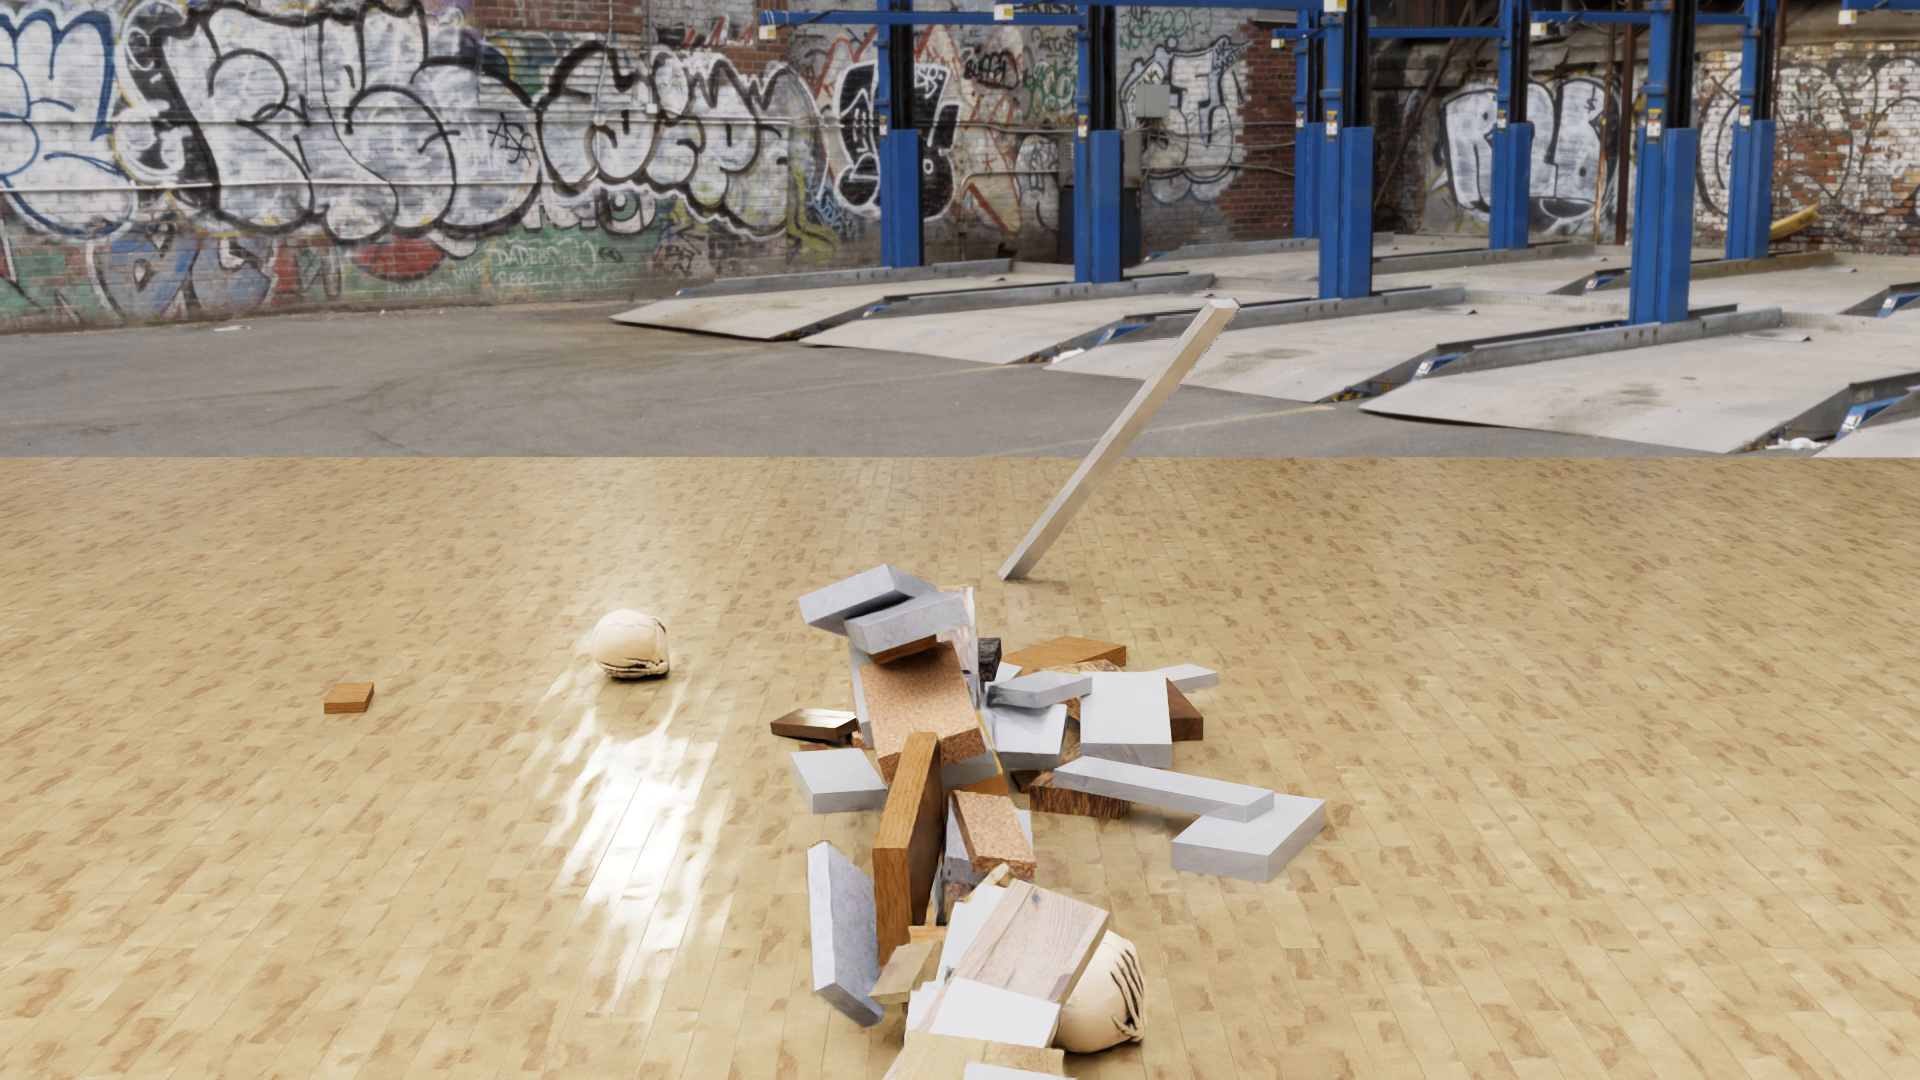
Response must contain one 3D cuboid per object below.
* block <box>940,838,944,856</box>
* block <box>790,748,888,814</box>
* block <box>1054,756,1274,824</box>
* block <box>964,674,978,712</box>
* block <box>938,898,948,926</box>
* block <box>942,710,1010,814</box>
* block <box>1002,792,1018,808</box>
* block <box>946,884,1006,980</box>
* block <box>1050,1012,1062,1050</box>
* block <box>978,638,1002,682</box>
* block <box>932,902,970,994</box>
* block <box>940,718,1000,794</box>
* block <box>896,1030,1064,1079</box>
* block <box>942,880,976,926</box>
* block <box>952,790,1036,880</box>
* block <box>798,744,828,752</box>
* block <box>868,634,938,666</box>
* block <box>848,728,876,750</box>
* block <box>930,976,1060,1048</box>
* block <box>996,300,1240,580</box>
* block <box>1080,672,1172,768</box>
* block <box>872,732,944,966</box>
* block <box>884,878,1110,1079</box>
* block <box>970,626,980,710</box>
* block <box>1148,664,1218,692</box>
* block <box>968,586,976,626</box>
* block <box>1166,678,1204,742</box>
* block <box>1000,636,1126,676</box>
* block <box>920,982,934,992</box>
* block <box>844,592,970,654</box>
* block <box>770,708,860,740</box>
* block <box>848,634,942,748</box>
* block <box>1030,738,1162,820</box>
[{"bbox_3d":[0.013,0.509,3.492,0.081,0.023,0.161,9,13,-6],"label":"block"},{"bbox_3d":[-0.236,0.463,4.242,0.142,0.040,0.284,-2,11,-13],"label":"block"},{"bbox_3d":[0.371,0.456,4.035,0.400,0.032,0.112,7,13,34],"label":"block"},{"bbox_3d":[-0.011,0.316,3.992,0.086,0.024,0.172,-3,44,4],"label":"block"},{"bbox_3d":[0.016,0.571,3.195,0.076,0.021,0.366,7,2,-4],"label":"block"},{"bbox_3d":[-0.006,0.380,3.760,0.134,0.038,0.268,-17,20,-2],"label":"block"},{"bbox_3d":[0.056,0.454,3.646,0.081,0.023,0.161,3,12,-8],"label":"block"},{"bbox_3d":[0.047,0.471,2.594,0.091,0.026,0.182,7,24,10],"label":"block"},{"bbox_3d":[0.041,0.590,2.562,0.134,0.038,0.267,5,24,7],"label":"block"},{"bbox_3d":[0.005,0.242,4.413,0.142,0.040,0.345,-3,5,4],"label":"block"},{"bbox_3d":[0.041,0.526,2.612,0.134,0.038,0.267,5,24,6],"label":"block"},{"bbox_3d":[-0.052,0.341,3.774,0.170,0.048,0.339,-18,20,-5],"label":"block"},{"bbox_3d":[0.009,0.582,2.107,0.161,0.046,0.322,7,18,4],"label":"block"},{"bbox_3d":[0.049,0.544,3.235,0.134,0.038,0.288,10,1,-3],"label":"block"},{"bbox_3d":[0.050,0.451,3.384,0.091,0.026,0.275,9,13,-9],"label":"block"},{"bbox_3d":[-0.293,0.435,4.461,0.053,0.015,0.105,-2,11,-12],"label":"block"},{"bbox_3d":[-0.105,0.181,3.865,0.113,0.032,0.225,-17,2,-5],"label":"block"},{"bbox_3d":[-0.188,0.401,4.615,0.093,0.026,0.186,-2,11,-11],"label":"block"},{"bbox_3d":[0.014,0.565,2.299,0.121,0.034,0.241,13,35,12],"label":"block"},{"bbox_3d":[0.414,-0.255,5.956,0.103,1.066,0.029,-9,54,-47],"label":"block"},{"bbox_3d":[0.327,0.354,4.384,0.174,0.049,0.348,1,20,3],"label":"block"},{"bbox_3d":[-0.072,0.445,3.257,0.049,0.172,0.531,-2,12,4],"label":"block"},{"bbox_3d":[0.021,0.542,2.396,0.121,0.034,0.468,17,36,18],"label":"block"},{"bbox_3d":[-0.028,0.262,4.117,0.128,0.036,0.266,-4,37,2],"label":"block"},{"bbox_3d":[0.481,0.321,5.036,0.205,0.029,0.103,-8,13,-35],"label":"block"},{"bbox_3d":[-0.035,0.189,4.277,0.128,0.036,0.256,-4,37,2],"label":"block"},{"bbox_3d":[0.399,0.365,4.748,0.174,0.049,0.347,-1,11,-7],"label":"block"},{"bbox_3d":[0.187,0.299,5.103,0.174,0.049,0.459,8,13,36],"label":"block"},{"bbox_3d":[0.007,0.625,2.580,0.145,0.041,0.291,4,24,6],"label":"block"},{"bbox_3d":[-0.096,0.140,3.772,0.172,0.049,0.344,-17,2,-8],"label":"block"},{"bbox_3d":[-0.298,0.385,4.610,0.186,0.026,0.093,0,16,39],"label":"block"},{"bbox_3d":[-0.101,0.254,3.901,0.170,0.048,0.339,-17,20,0],"label":"block"},{"bbox_3d":[0.267,0.457,4.248,0.174,0.049,0.347,3,11,18],"label":"block"}]
